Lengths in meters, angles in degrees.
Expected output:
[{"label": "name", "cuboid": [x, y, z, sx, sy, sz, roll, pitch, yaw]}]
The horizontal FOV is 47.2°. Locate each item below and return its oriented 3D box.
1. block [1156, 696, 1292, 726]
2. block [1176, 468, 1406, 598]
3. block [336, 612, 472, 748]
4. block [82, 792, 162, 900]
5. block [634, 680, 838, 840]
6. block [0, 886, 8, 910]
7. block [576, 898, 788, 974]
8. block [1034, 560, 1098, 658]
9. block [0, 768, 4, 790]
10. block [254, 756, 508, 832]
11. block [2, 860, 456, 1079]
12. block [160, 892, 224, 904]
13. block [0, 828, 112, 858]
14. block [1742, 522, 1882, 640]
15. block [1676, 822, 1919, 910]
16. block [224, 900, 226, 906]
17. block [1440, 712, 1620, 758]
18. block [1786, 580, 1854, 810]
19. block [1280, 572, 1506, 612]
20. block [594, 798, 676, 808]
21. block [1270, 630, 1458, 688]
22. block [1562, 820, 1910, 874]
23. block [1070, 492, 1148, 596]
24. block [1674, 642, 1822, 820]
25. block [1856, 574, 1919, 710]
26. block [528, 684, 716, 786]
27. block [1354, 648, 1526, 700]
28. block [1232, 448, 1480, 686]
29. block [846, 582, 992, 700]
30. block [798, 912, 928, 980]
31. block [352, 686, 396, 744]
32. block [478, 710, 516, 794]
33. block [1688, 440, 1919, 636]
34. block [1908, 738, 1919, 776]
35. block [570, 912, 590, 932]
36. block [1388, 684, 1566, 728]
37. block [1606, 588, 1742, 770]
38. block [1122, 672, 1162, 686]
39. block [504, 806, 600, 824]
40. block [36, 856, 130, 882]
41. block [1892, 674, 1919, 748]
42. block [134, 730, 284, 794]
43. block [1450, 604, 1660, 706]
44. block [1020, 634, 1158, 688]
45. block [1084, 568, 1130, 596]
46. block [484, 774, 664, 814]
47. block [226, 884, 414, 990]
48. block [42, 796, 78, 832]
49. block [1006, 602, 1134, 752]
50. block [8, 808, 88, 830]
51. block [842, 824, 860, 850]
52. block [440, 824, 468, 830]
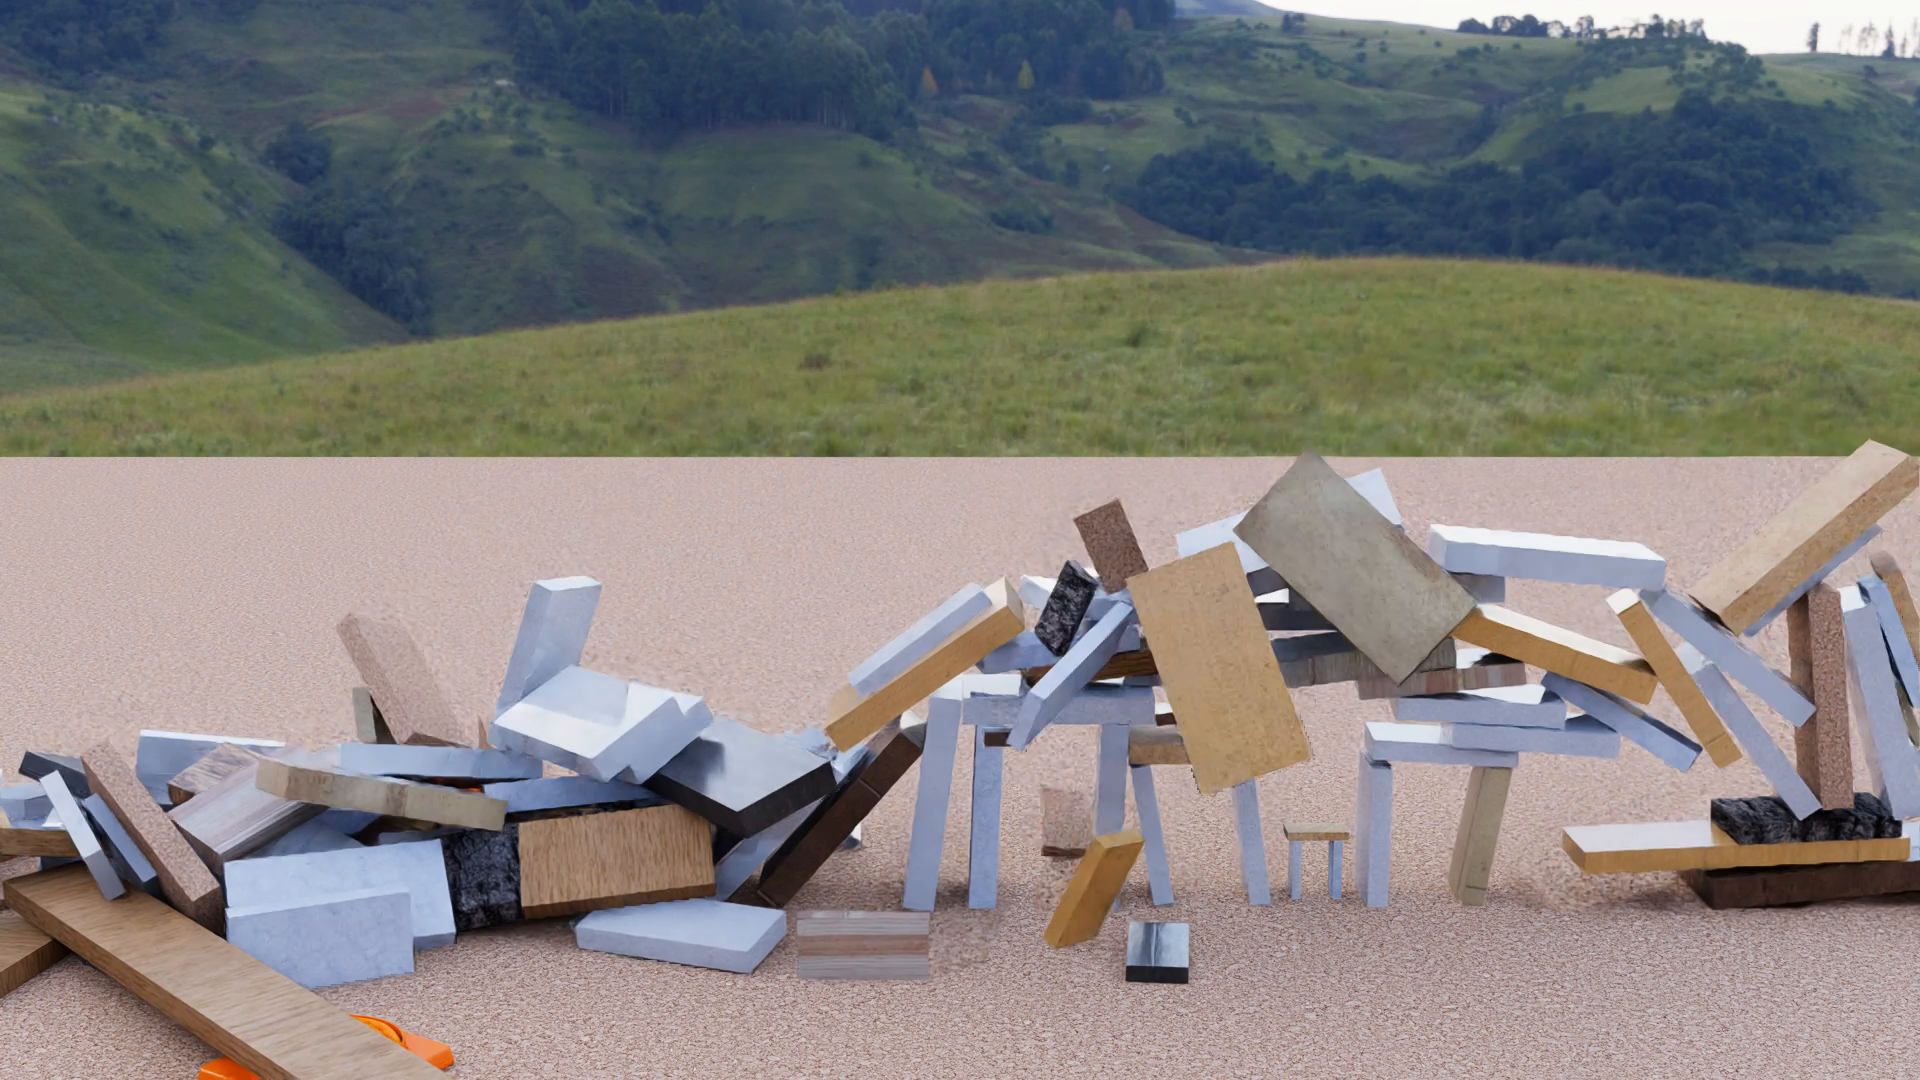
[{"label": "block", "cuboid": [0.428, 0.274, 3.617, 0.224, 0.020, 0.070, -8, 9, -1]}, {"label": "block", "cuboid": [0.540, 0.002, 3.599, 0.355, 0.050, 0.178, -18, 30, 8]}, {"label": "block", "cuboid": [-1.001, 0.265, 3.959, 0.299, 0.042, 0.149, 53, 13, 31]}, {"label": "block", "cuboid": [-1.308, 0.485, 3.436, 0.024, 0.086, 0.176, -32, 68, -31]}, {"label": "block", "cuboid": [-0.450, 0.351, 3.632, 0.171, 0.048, 0.661, -27, 22, -29]}, {"label": "block", "cuboid": [-1.587, 0.591, 3.612, 0.068, 0.019, 0.136, 9, 14, 40]}, {"label": "block", "cuboid": [-0.432, 0.603, 3.409, 0.298, 0.037, 0.131, 4, 20, 21]}, {"label": "block", "cuboid": [0.167, 0.108, 3.476, 0.020, 0.139, 0.069, 6, 28, -36]}, {"label": "block", "cuboid": [-1.961, 0.482, 4.140, 0.283, 0.040, 0.142, -4, 11, -18]}, {"label": "block", "cuboid": [-0.919, 0.404, 3.497, 0.352, 0.050, 0.176, 14, -7, -32]}, {"label": "block", "cuboid": [-1.039, 0.629, 3.076, 0.138, 0.039, 1.195, -13, 17, -42]}, {"label": "block", "cuboid": [-1.269, 0.578, 3.492, 0.101, 0.029, 0.202, 5, 12, 26]}, {"label": "block", "cuboid": [-1.508, 0.479, 3.494, 0.879, 0.040, 0.142, 7, -10, -29]}, {"label": "block", "cuboid": [1.370, 0.055, 3.577, 0.268, 0.030, 0.105, -42, -1, 11]}, {"label": "block", "cuboid": [1.685, 0.518, 3.673, 0.922, 0.050, 0.176, -6, 11, 0]}, {"label": "block", "cuboid": [-1.180, 0.581, 3.640, 0.202, 0.029, 0.101, 0, 11, -1]}, {"label": "block", "cuboid": [0.931, 0.313, 3.597, 0.265, 0.037, 0.132, 4, 10, 4]}, {"label": "block", "cuboid": [1.411, 0.249, 3.613, 0.050, 0.353, 0.176, -5, 6, 10]}, {"label": "block", "cuboid": [0.712, 0.071, 3.642, 0.347, 0.049, 0.173, -3, 9, 4]}, {"label": "block", "cuboid": [-0.566, 0.466, 3.973, 0.172, 0.024, 0.086, 1, 11, 3]}, {"label": "block", "cuboid": [0.604, 0.194, 3.625, 0.392, 0.047, 0.166, -8, 9, 2]}, {"label": "block", "cuboid": [1.283, 0.503, 3.649, 0.532, 0.037, 0.132, -3, 10, 0]}, {"label": "block", "cuboid": [0.246, 0.008, 3.577, 0.079, 0.158, 0.022, -24, 28, 2]}, {"label": "block", "cuboid": [1.287, 0.307, 3.601, 0.042, 0.303, 0.150, -37, 6, 13]}, {"label": "block", "cuboid": [1.519, 0.164, 3.578, 0.030, 0.211, 0.105, -22, 2, 15]}, {"label": "block", "cuboid": [-0.578, 0.313, 3.675, 0.342, 0.048, 0.171, 5, 38, 48]}, {"label": "block", "cuboid": [0.783, 0.217, 3.607, 0.265, 0.038, 0.133, -6, 9, 8]}, {"label": "block", "cuboid": [0.621, 0.041, 3.455, 0.356, 0.178, 0.050, 44, 9, 13]}, {"label": "block", "cuboid": [-0.067, 0.162, 3.586, 0.260, 0.028, 0.098, -37, 11, -3]}, {"label": "block", "cuboid": [-0.145, 0.609, 3.301, 0.195, 0.098, 0.028, 0, 11, 1]}, {"label": "block", "cuboid": [-1.029, 0.394, 3.953, 0.036, 0.255, 0.126, -13, -12, 13]}, {"label": "block", "cuboid": [-0.867, 0.429, 4.125, 0.042, 0.149, 0.299, -2, 11, -17]}, {"label": "block", "cuboid": [1.370, -0.006, 3.569, 0.383, 0.049, 0.173, -42, 6, 9]}, {"label": "block", "cuboid": [1.584, 0.382, 3.614, 0.016, 0.115, 0.058, -32, 1, 15]}, {"label": "block", "cuboid": [-0.464, 0.616, 3.460, 0.317, 0.016, 0.056, 5, 21, 23]}, {"label": "block", "cuboid": [0.846, 0.267, 3.607, 0.268, 0.038, 0.133, 2, 10, 5]}, {"label": "block", "cuboid": [1.161, 0.222, 3.580, 0.042, 0.300, 0.150, -33, 1, 13]}, {"label": "block", "cuboid": [0.339, 0.224, 3.642, 0.139, 0.020, 0.070, 1, 10, 0]}, {"label": "block", "cuboid": [-0.646, 0.514, 3.841, 0.405, 0.027, 0.096, 1, 52, 5]}, {"label": "block", "cuboid": [-1.430, 0.535, 3.675, 0.207, 0.104, 0.029, -8, 10, -38]}, {"label": "block", "cuboid": [1.545, 0.278, 3.599, 0.016, 0.115, 0.058, -24, 7, 15]}, {"label": "block", "cuboid": [-1.386, 0.427, 4.055, 0.253, 0.126, 0.036, 7, 8, -20]}, {"label": "block", "cuboid": [0.960, 0.174, 3.593, 0.332, 0.047, 0.166, 20, 11, 6]}, {"label": "block", "cuboid": [0.263, 0.195, 3.634, 0.316, 0.037, 0.130, -8, 9, -5]}, {"label": "block", "cuboid": [0.272, 0.075, 3.695, 0.139, 0.020, 0.069, 12, 9, 9]}, {"label": "block", "cuboid": [-0.616, 0.429, 3.787, 0.396, 0.050, 0.176, -4, -7, -12]}, {"label": "block", "cuboid": [-0.950, 0.597, 3.269, 0.262, 0.131, 0.037, -5, 13, -25]}, {"label": "block", "cuboid": [-1.543, 0.514, 3.770, 0.029, 0.103, 0.207, 3, 7, -15]}, {"label": "block", "cuboid": [0.173, 0.202, 3.352, 0.026, 0.093, 0.423, 28, 25, 13]}, {"label": "block", "cuboid": [-1.569, 0.520, 3.944, 0.269, 0.038, 0.135, -2, 11, -11]}, {"label": "block", "cuboid": [-0.218, 0.503, 3.961, 0.079, 0.022, 0.158, 35, 7, -8]}, {"label": "block", "cuboid": [-0.936, 0.523, 3.908, 0.112, 0.016, 0.056, -8, -20, -36]}]
